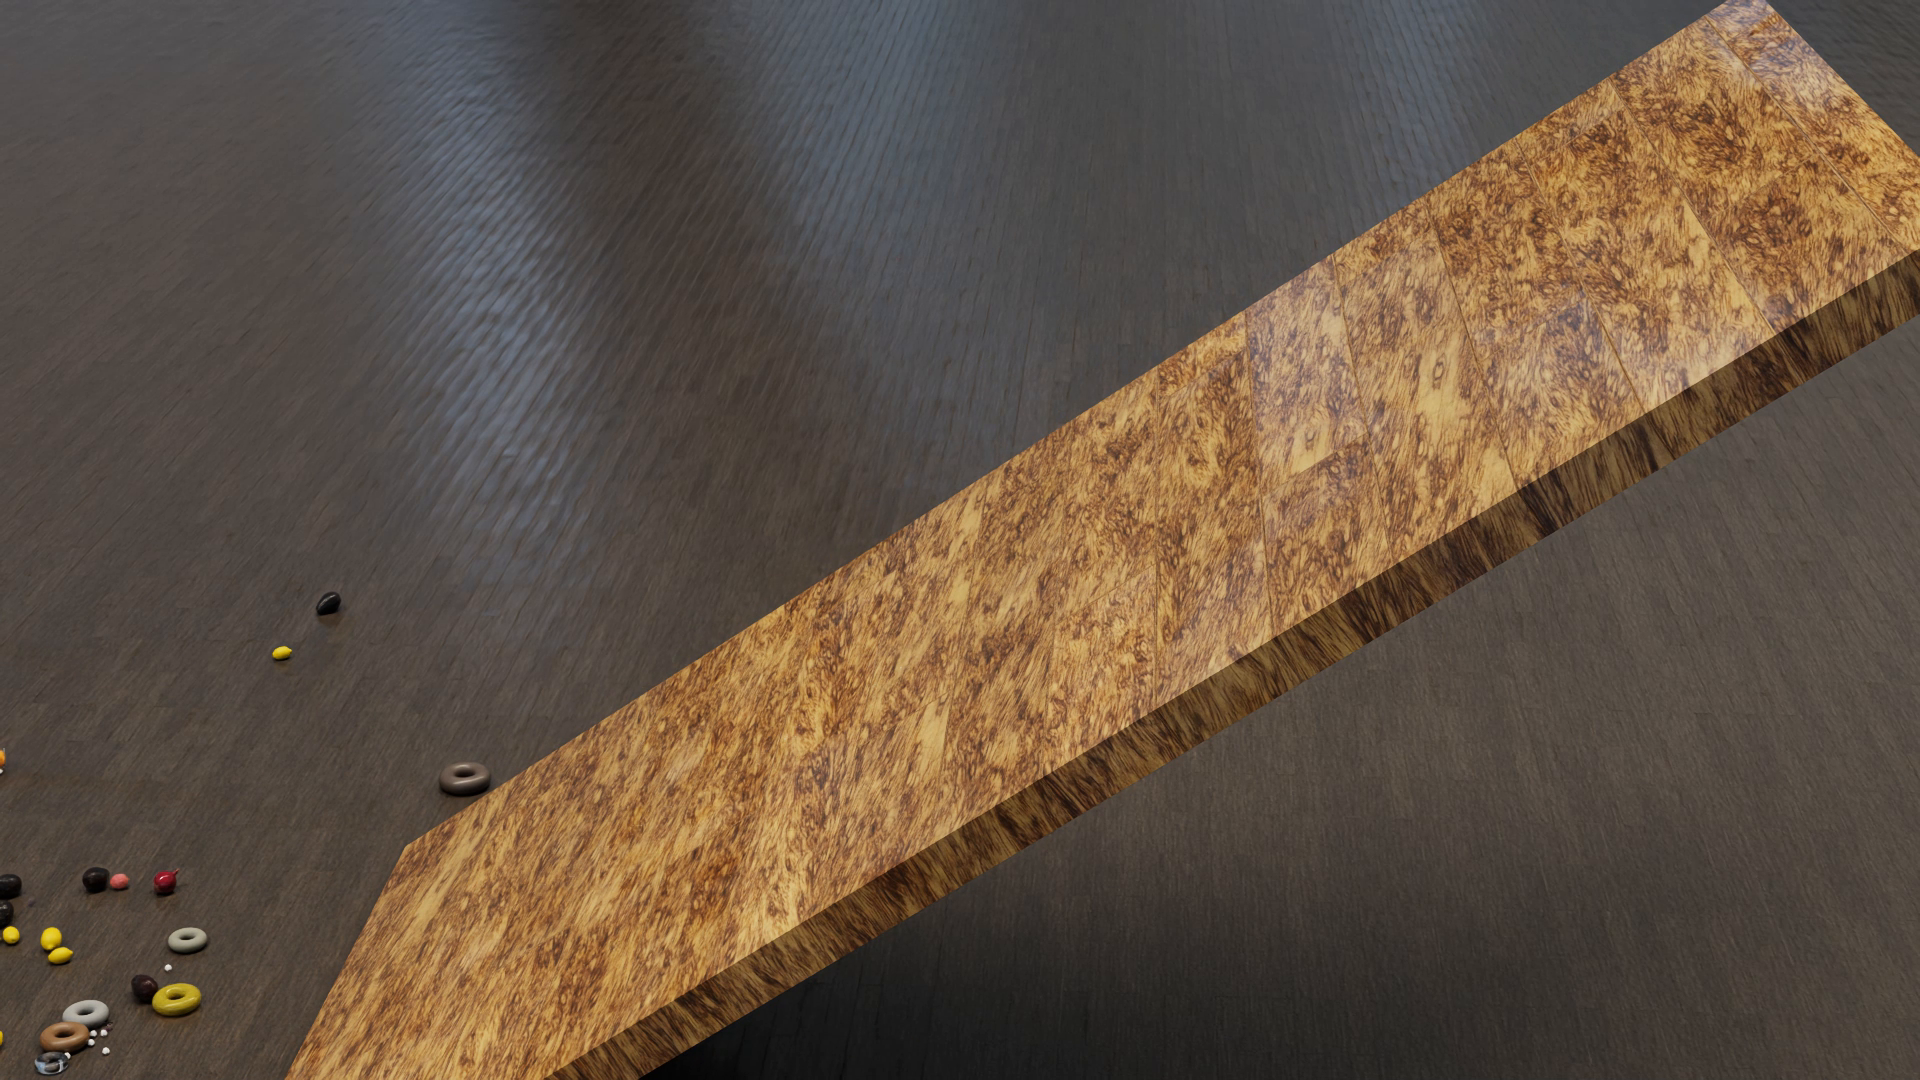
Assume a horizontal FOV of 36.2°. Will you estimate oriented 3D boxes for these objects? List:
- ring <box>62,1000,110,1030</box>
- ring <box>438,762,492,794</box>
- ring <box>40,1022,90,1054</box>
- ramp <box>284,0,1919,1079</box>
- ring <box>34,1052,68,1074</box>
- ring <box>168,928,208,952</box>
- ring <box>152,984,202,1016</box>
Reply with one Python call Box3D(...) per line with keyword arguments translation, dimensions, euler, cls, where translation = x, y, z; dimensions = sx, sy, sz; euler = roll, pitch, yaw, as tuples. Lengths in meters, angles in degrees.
Box3D(translation=(-2.099, 1.141, 7.062), dimensions=(0.109, 0.036, 0.109), euler=(-1, 21, 0), cls="ring")
Box3D(translation=(-1.389, 0.668, 8.253), dimensions=(0.148, 0.049, 0.148), euler=(0, 23, 0), cls="ring")
Box3D(translation=(-2.119, 1.179, 6.963), dimensions=(0.116, 0.039, 0.116), euler=(1, 20, 0), cls="ring")
Box3D(translation=(0.135, 0.174, 6.306), dimensions=(4.000, 0.100, 2.000), euler=(-32, 16, 15), cls="ramp")
Box3D(translation=(-2.122, 1.221, 6.871), dimensions=(0.078, 0.026, 0.078), euler=(1, 20, 0), cls="ring")
Box3D(translation=(-1.945, 1.008, 7.408), dimensions=(0.097, 0.032, 0.097), euler=(1, 21, 0), cls="ring")
Box3D(translation=(-1.898, 1.114, 7.128), dimensions=(0.117, 0.039, 0.117), euler=(-1, 22, 1), cls="ring")
